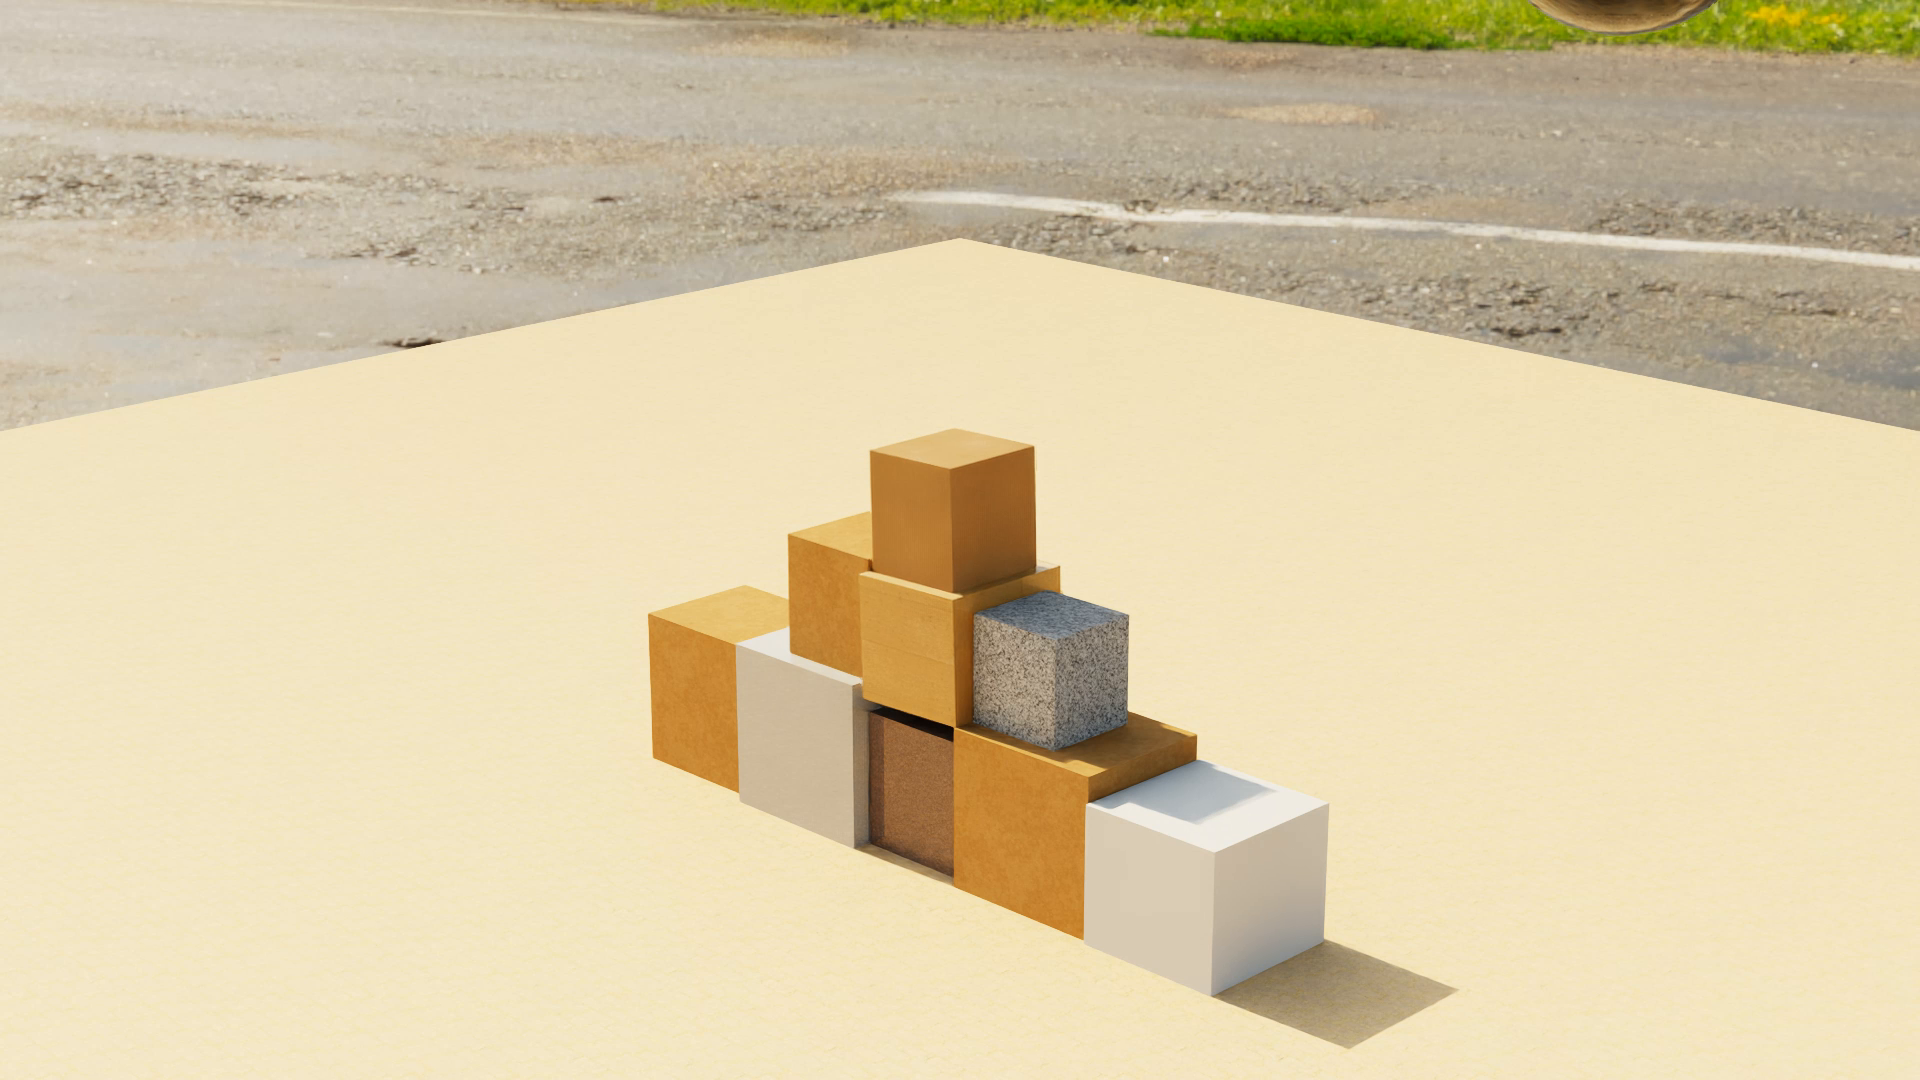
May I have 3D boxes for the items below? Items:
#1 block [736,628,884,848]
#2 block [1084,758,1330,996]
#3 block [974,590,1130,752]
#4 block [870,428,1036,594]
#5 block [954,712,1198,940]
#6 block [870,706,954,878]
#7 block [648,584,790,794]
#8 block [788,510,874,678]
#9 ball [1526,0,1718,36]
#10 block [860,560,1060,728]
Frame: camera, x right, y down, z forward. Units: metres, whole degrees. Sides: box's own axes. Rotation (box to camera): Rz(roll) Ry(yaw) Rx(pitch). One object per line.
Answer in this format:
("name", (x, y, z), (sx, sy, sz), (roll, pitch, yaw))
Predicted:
("block", (-0.512, 0.891, 14.149), (0.773, 0.817, 0.818), (-17, 24, -42))
("block", (1.062, 1.442, 12.665), (0.758, 0.655, 0.722), (-17, 24, -42))
("block", (0.405, 0.575, 13.079), (0.479, 0.517, 0.499), (-17, 24, -42))
("block", (-0.029, -0.140, 13.302), (0.540, 0.573, 0.516), (-17, 22, -42))
("block", (0.514, 1.220, 13.176), (0.716, 0.771, 0.817), (-17, 24, -42))
("block", (0.012, 1.114, 13.693), (0.604, 0.663, 0.614), (-17, 24, -42))
("block", (-1.068, 0.744, 14.688), (0.640, 0.773, 0.737), (-17, 24, -42))
("block", (-0.403, 0.248, 13.844), (0.598, 0.592, 0.548), (-17, 24, -42))
("ball", (3.645, -3.569, 16.041), (1.600, 1.600, 1.600), (0, 17, 0))
("block", (0.007, 0.424, 13.460), (0.697, 0.599, 0.603), (-17, 22, -42))
